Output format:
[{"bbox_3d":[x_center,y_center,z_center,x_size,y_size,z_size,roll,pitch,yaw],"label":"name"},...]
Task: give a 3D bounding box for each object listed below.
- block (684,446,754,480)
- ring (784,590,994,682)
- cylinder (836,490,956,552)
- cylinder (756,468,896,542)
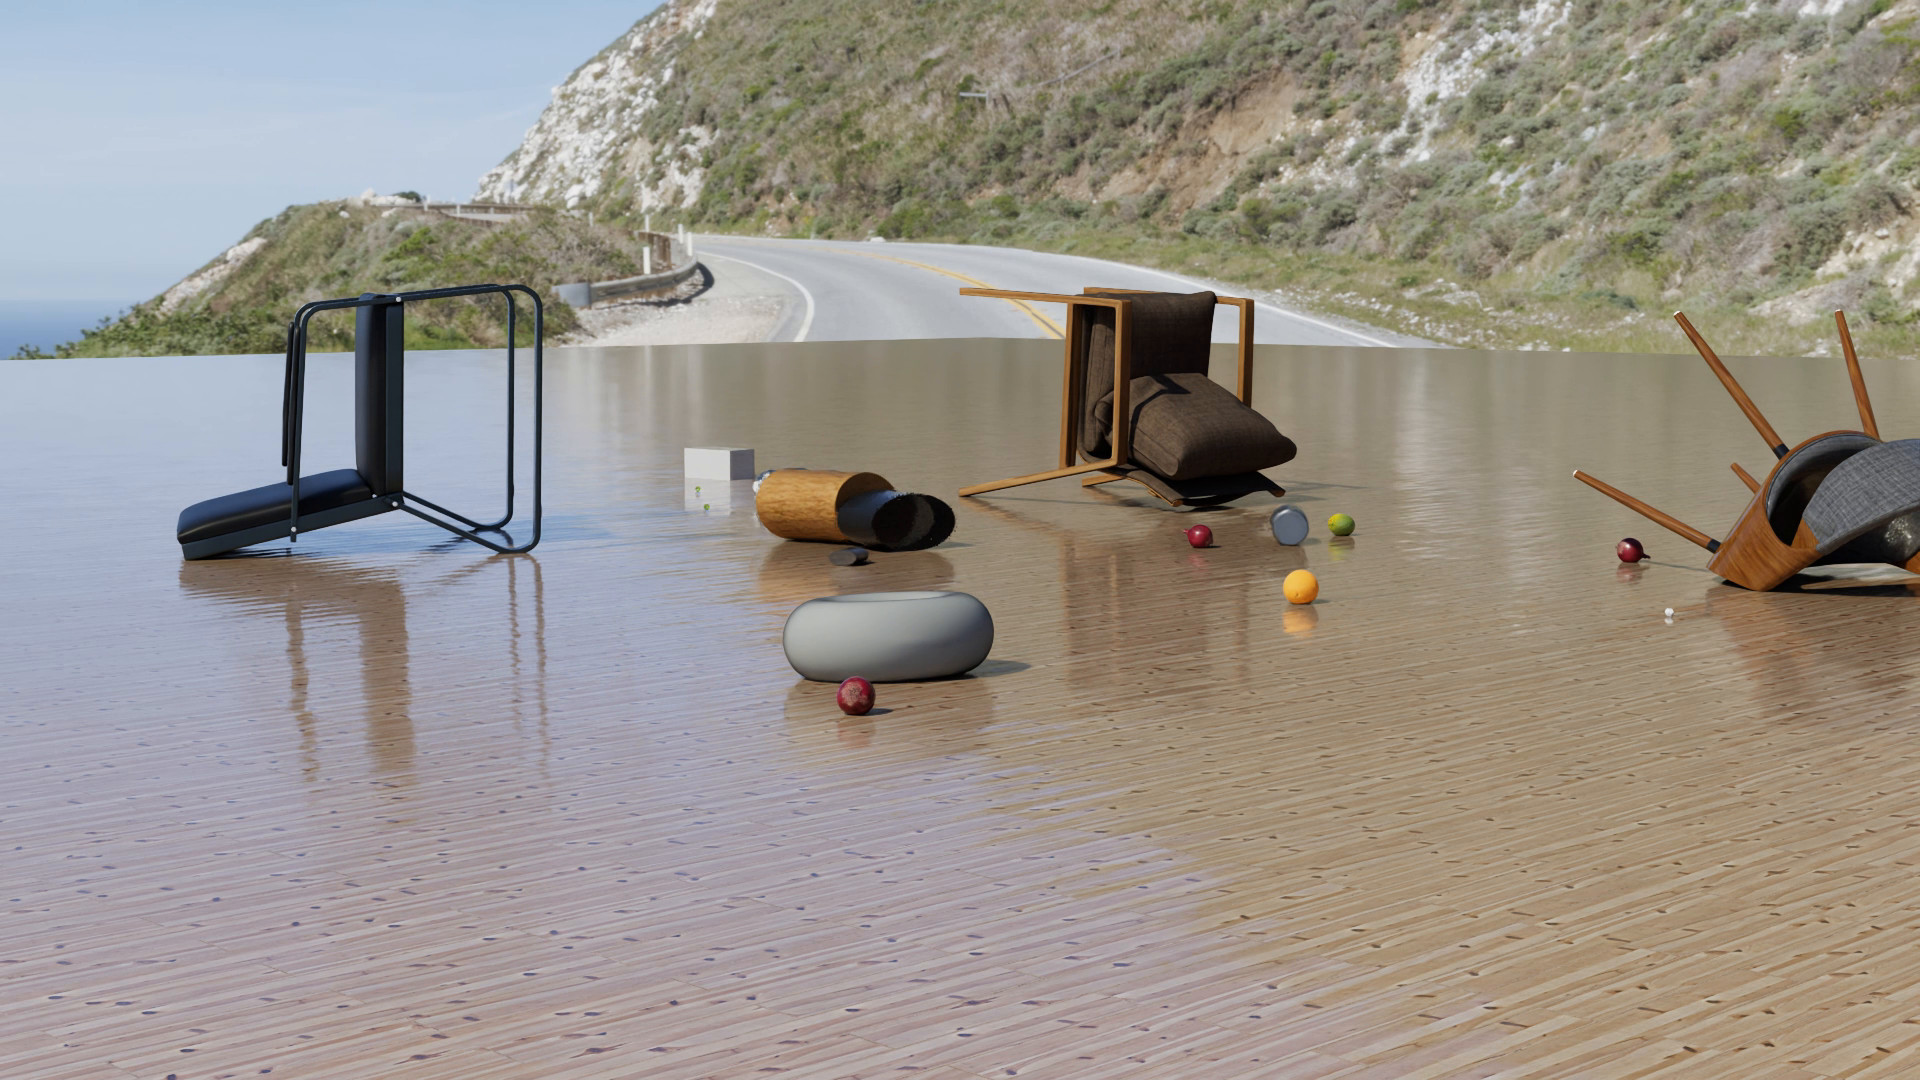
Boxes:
[{"bbox_3d":[-0.785,-0.251,8.377,0.207,0.096,0.114,5,8,39],"label":"block"},{"bbox_3d":[-0.117,0.159,4.236,0.356,0.132,0.220,-3,4,-16],"label":"ring"},{"bbox_3d":[-0.154,-0.048,6.207,0.248,0.137,0.148,-2,6,-37],"label":"cylinder"},{"bbox_3d":[-0.326,-0.085,6.370,0.237,0.175,0.283,4,-1,32],"label":"cylinder"}]
